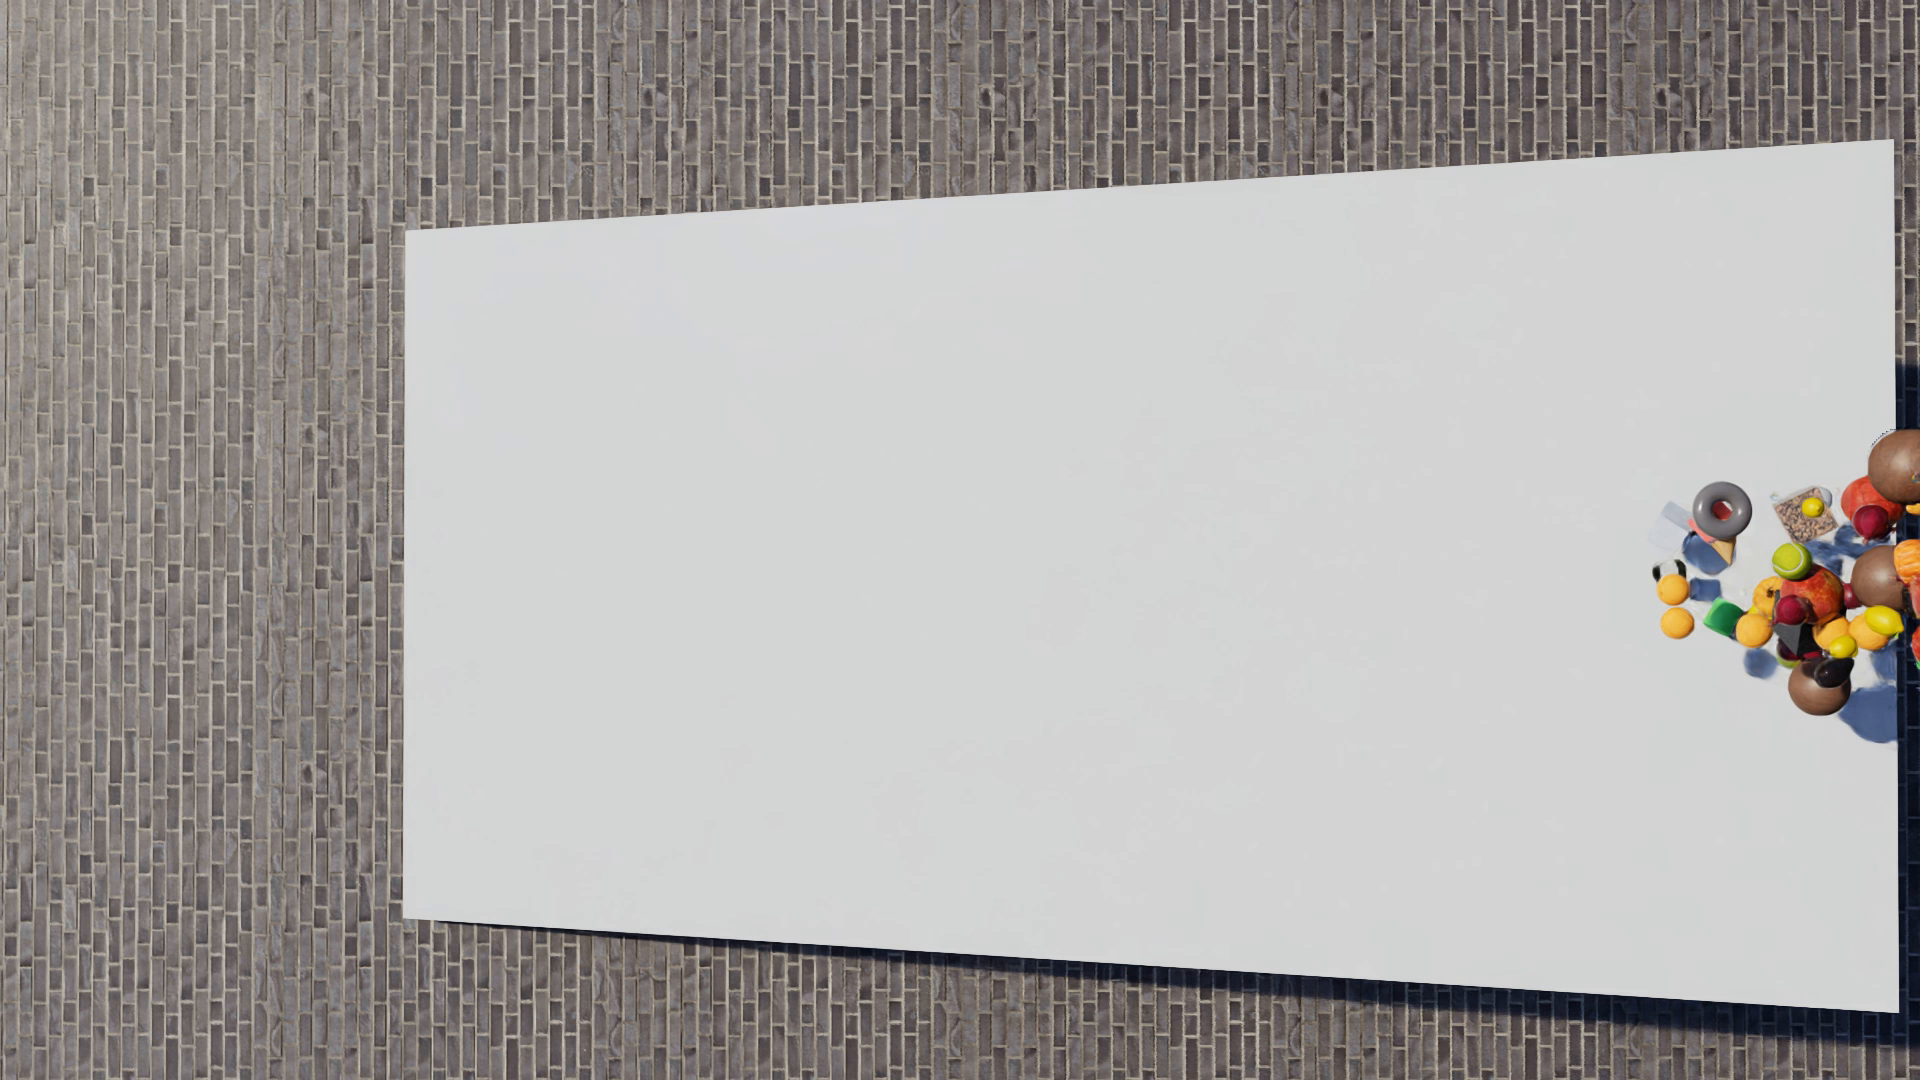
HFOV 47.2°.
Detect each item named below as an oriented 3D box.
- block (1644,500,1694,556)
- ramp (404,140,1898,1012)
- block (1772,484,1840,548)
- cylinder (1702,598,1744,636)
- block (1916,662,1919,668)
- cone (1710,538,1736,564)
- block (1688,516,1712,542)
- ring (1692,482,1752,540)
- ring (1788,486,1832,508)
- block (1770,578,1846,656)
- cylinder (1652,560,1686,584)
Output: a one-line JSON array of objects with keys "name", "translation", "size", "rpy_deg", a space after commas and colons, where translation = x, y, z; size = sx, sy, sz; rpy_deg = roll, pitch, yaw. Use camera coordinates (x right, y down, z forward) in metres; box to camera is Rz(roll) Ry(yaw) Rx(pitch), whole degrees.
[{"name": "block", "translation": [1.624, -0.026, 5.024], "size": [0.077, 0.077, 0.077], "rpy_deg": [35, 132, 16]}, {"name": "ramp", "translation": [0.280, 0.090, 5.763], "size": [4.000, 0.100, 2.000], "rpy_deg": [0, 89, 20]}, {"name": "block", "translation": [1.756, -0.051, 4.572], "size": [0.094, 0.094, 0.094], "rpy_deg": [-28, 86, 17]}, {"name": "cylinder", "translation": [1.755, 0.178, 5.060], "size": [0.066, 0.066, 0.066], "rpy_deg": [30, 89, 0]}, {"name": "block", "translation": [1.607, 0.208, 3.515], "size": [0.087, 0.087, 0.087], "rpy_deg": [29, 112, -13]}, {"name": "cone", "translation": [1.658, 0.030, 4.754], "size": [0.056, 0.056, 0.056], "rpy_deg": [-11, 74, 0]}, {"name": "block", "translation": [1.636, -0.045, 4.786], "size": [0.062, 0.062, 0.062], "rpy_deg": [47, 129, 9]}, {"name": "ring", "translation": [1.635, -0.064, 4.718], "size": [0.126, 0.042, 0.126], "rpy_deg": [0, 86, 4]}, {"name": "ring", "translation": [1.854, -0.079, 4.819], "size": [0.115, 0.115, 0.038], "rpy_deg": [-29, 108, 0]}, {"name": "block", "translation": [1.623, 0.148, 4.208], "size": [0.093, 0.093, 0.093], "rpy_deg": [-14, 128, -8]}, {"name": "cylinder", "translation": [1.625, 0.073, 5.036], "size": [0.054, 0.054, 0.054], "rpy_deg": [3, 83, -26]}]
